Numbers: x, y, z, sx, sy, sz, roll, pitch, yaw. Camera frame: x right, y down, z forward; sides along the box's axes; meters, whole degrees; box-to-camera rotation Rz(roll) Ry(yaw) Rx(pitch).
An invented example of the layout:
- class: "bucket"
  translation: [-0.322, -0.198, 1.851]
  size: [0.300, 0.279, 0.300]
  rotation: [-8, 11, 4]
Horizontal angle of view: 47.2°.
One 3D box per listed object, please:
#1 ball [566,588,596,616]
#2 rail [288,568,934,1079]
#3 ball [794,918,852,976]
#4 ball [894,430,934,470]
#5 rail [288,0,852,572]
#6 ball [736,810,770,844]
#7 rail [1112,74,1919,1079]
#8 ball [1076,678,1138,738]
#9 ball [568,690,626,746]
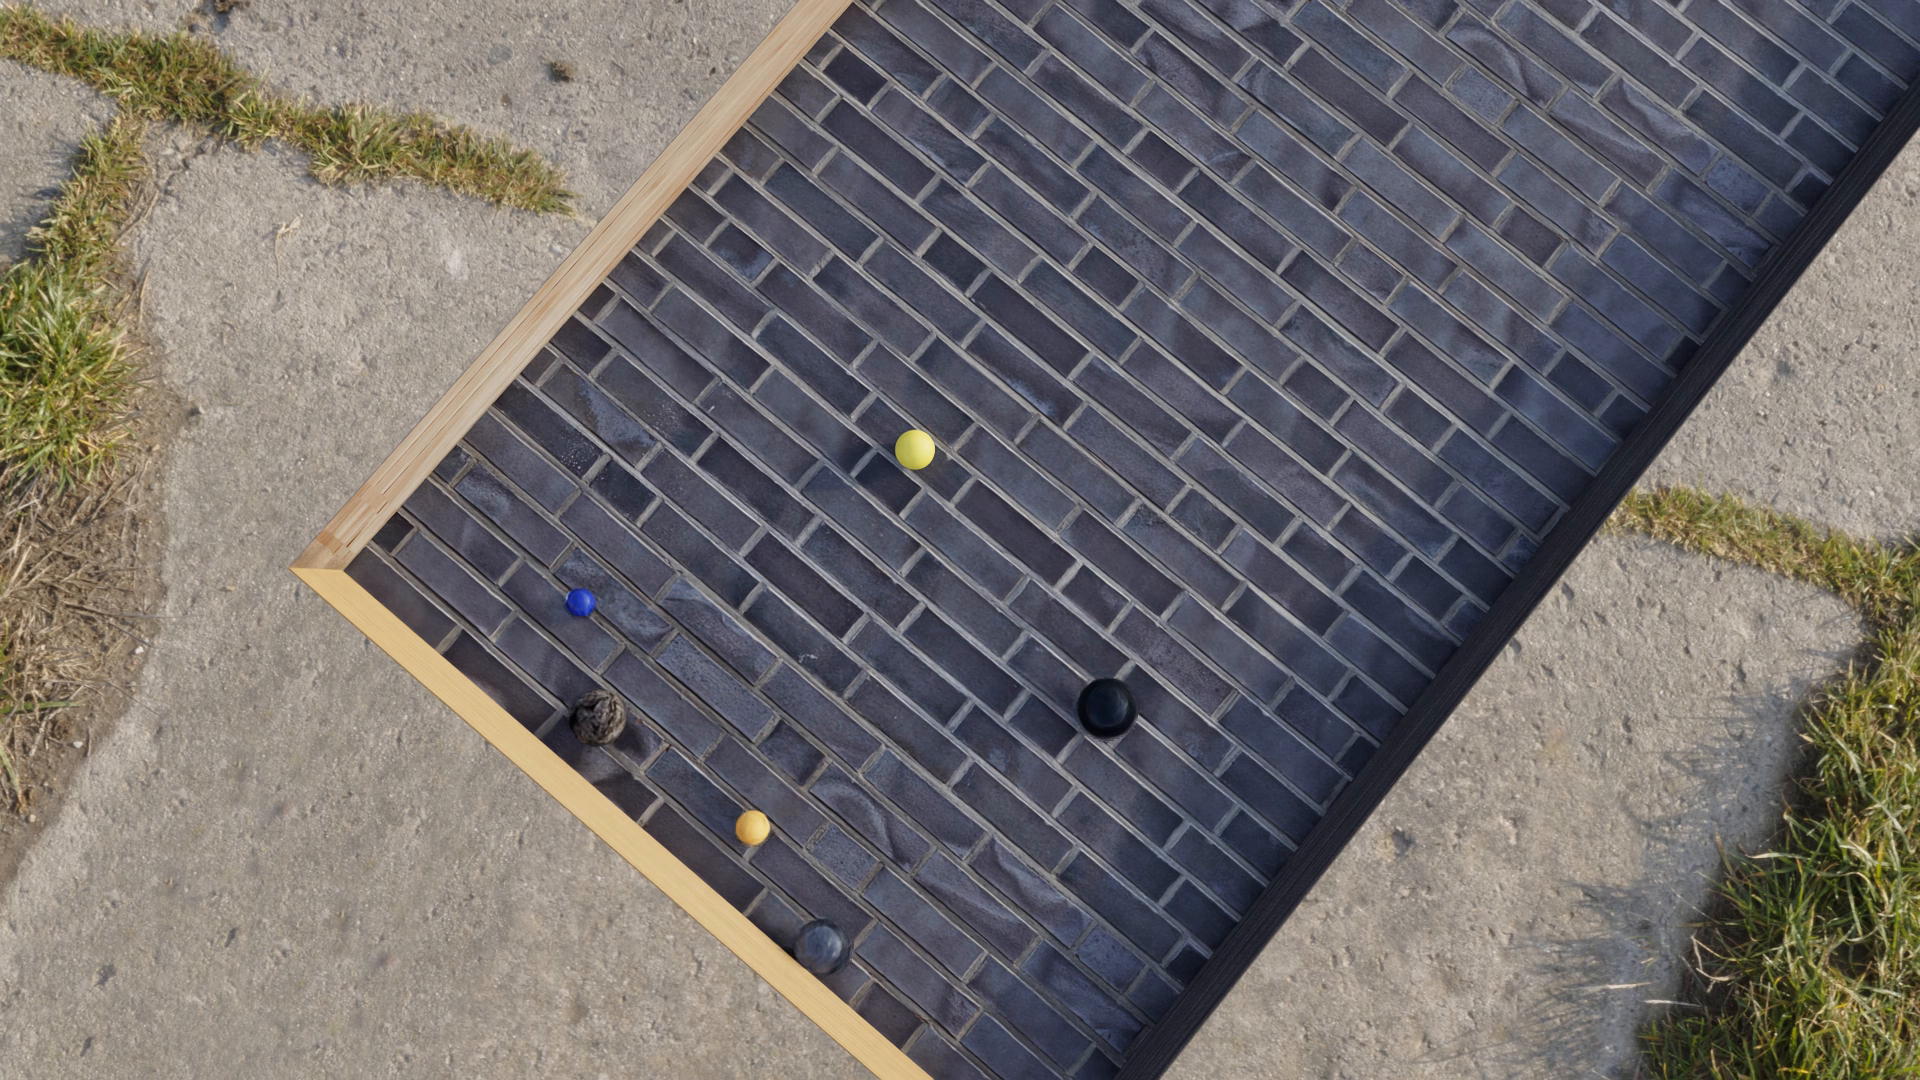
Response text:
- class: "ball"
  translation: [-0.566, 0.093, 3.280]
  size: [0.044, 0.044, 0.044]
  rotation: [0, 80, 0]
- class: "rail"
  translation: [-0.415, 0.484, 3.174]
  size: [1.428, 0.116, 0.045]
  rotation: [39, 82, 6]
- class: "ball"
  translation: [-0.198, 0.588, 3.174]
  size: [0.082, 0.082, 0.082]
  rotation: [0, 80, 0]
- class: "ball"
  translation: [-0.068, -0.136, 3.311]
  size: [0.060, 0.060, 0.060]
  rotation: [0, 80, 0]
- class: "rail"
  translation: [-0.100, -0.947, 3.424]
  size: [0.045, 0.116, 2.681]
  rotation: [39, 82, 6]
- class: "ball"
  translation: [-0.304, 0.421, 3.219]
  size: [0.050, 0.050, 0.050]
  rotation: [0, 80, 0]
- class: "rail"
  translation: [0.960, -0.075, 3.271]
  size: [0.045, 0.116, 2.681]
  rotation: [39, 82, 6]
- class: "ball"
  translation: [0.216, 0.246, 3.230]
  size: [0.089, 0.089, 0.089]
  rotation: [0, 80, 0]
- class: "ball"
  translation: [-0.532, 0.262, 3.230]
  size: [0.084, 0.084, 0.084]
  rotation: [0, 80, 0]
